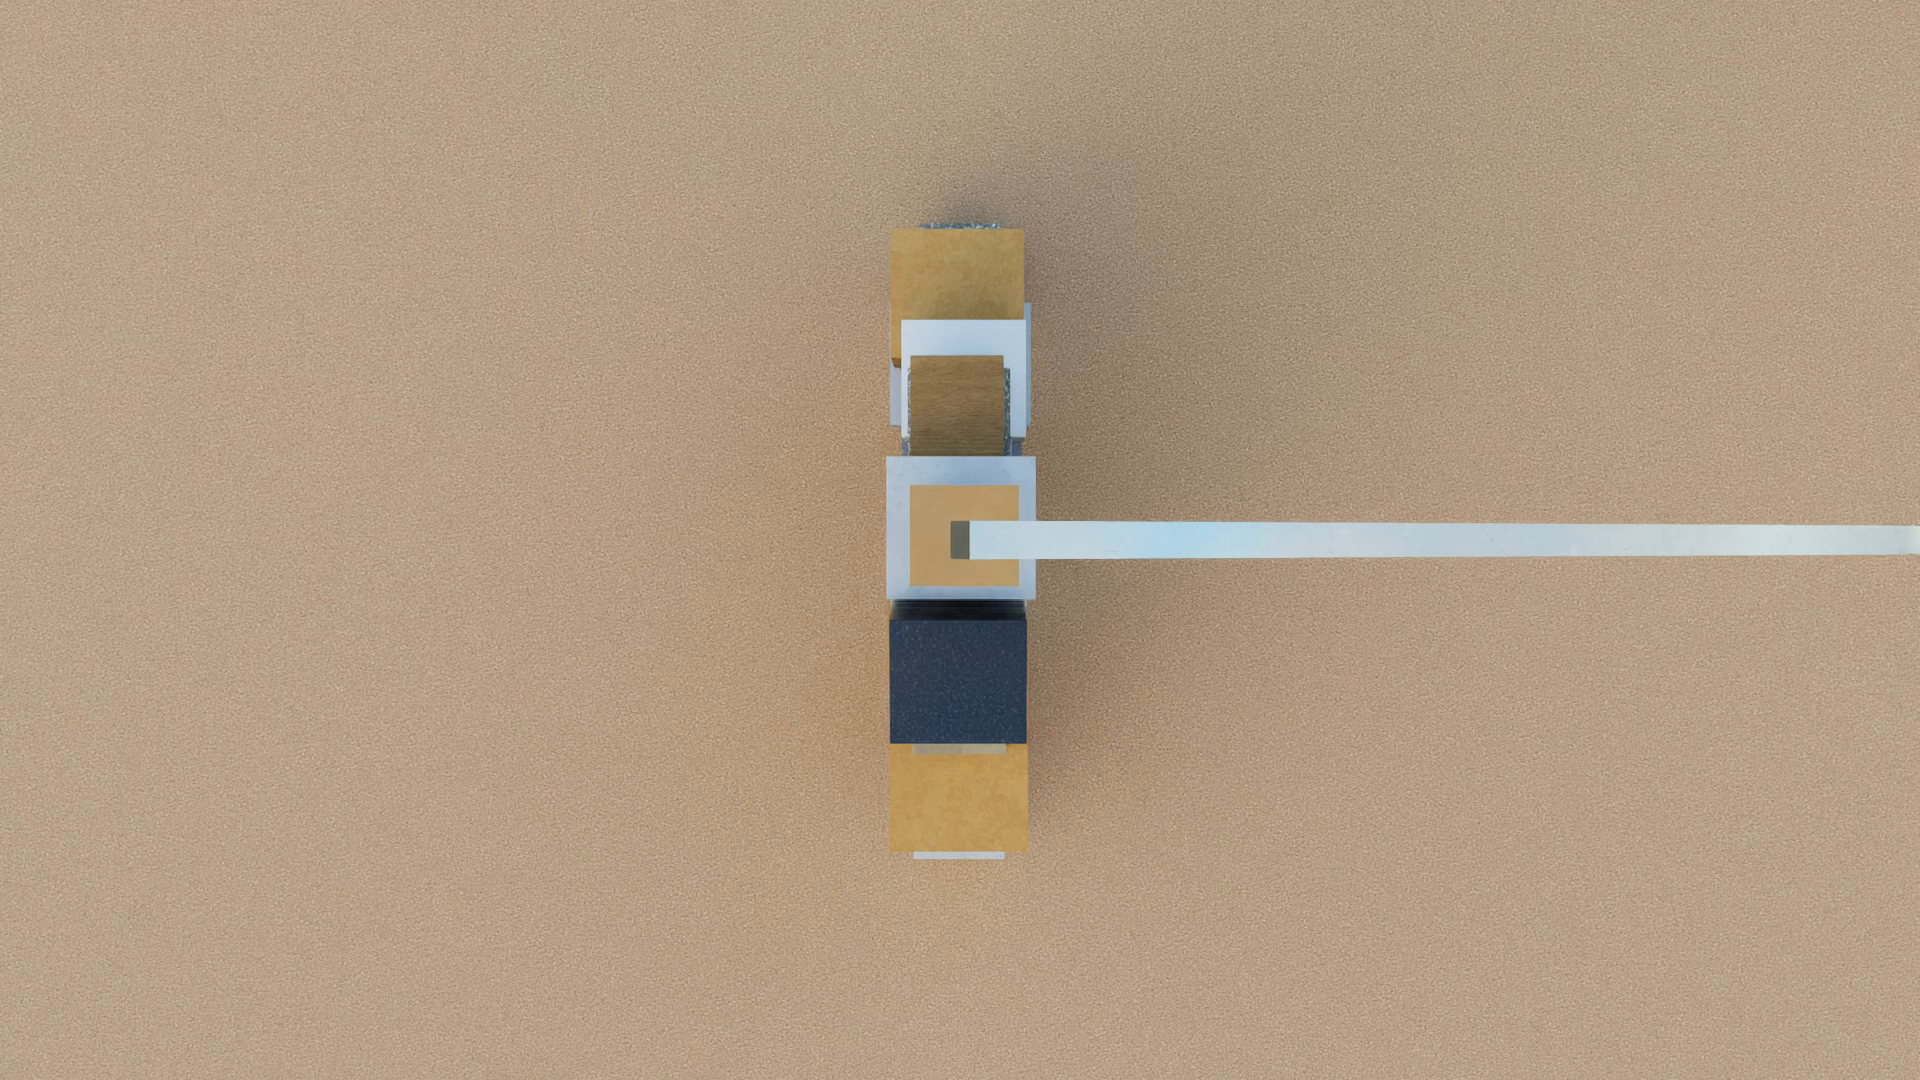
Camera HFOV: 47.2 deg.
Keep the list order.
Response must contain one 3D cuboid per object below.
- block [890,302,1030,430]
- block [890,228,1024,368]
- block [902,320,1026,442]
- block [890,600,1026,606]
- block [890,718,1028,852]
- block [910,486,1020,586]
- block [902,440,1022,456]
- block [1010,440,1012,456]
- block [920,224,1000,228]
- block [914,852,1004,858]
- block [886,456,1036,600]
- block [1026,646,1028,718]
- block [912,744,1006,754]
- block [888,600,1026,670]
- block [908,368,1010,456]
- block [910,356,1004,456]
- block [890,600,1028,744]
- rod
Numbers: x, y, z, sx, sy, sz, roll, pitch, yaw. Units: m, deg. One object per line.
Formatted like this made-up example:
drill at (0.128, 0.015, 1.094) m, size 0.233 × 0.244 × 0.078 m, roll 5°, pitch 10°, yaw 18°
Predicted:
block at (0.002, -0.988, 12.660) m, size 0.788 × 0.679 × 0.683 m, roll 0°, pitch 90°, yaw 0°
block at (-0.015, -1.304, 11.972) m, size 0.704 × 0.697 × 0.679 m, roll 0°, pitch 90°, yaw 0°
block at (0.019, -0.812, 11.321) m, size 0.624 × 0.606 × 0.588 m, roll 0°, pitch 91°, yaw 0°
block at (-0.006, 0.003, 10.625) m, size 0.638 × 0.681 × 0.615 m, roll 0°, pitch 90°, yaw 0°
block at (-0.005, 1.302, 11.962) m, size 0.730 × 0.730 × 0.684 m, roll 0°, pitch 90°, yaw 0°
block at (0.018, -0.016, 9.237) m, size 0.448 × 0.434 × 0.416 m, roll 0°, pitch 90°, yaw 0°
block at (0.009, -0.576, 11.976) m, size 0.633 × 0.690 × 0.749 m, roll 0°, pitch 91°, yaw 0°
block at (0.002, -0.257, 11.391) m, size 0.524 × 0.486 × 0.503 m, roll 0°, pitch 90°, yaw 0°
block at (-0.002, -1.572, 12.764) m, size 0.450 × 0.471 × 0.466 m, roll 0°, pitch 90°, yaw 0°
block at (-0.006, 1.556, 12.724) m, size 0.515 × 0.552 × 0.499 m, roll 0°, pitch 90°, yaw 0°
block at (0.005, -0.052, 10.017) m, size 0.660 × 0.537 × 0.634 m, roll 0°, pitch 90°, yaw 0°
block at (0.020, 0.951, 12.664) m, size 0.721 × 0.673 × 0.691 m, roll 0°, pitch 90°, yaw 0°
block at (-0.005, 0.879, 11.407) m, size 0.481 × 0.388 × 0.443 m, roll 0°, pitch 88°, yaw 0°
block at (-0.017, 0.324, 11.309) m, size 0.687 × 0.689 × 0.653 m, roll 0°, pitch 90°, yaw 0°
block at (-0.005, -0.562, 10.752) m, size 0.490 × 0.532 × 0.515 m, roll 0°, pitch 90°, yaw 0°
block at (-0.014, -0.606, 10.267) m, size 0.426 × 0.439 × 0.475 m, roll 0°, pitch 90°, yaw 0°
block at (-0.008, 0.586, 10.016) m, size 0.606 × 0.606 × 0.556 m, roll 0°, pitch 98°, yaw 0°
rod at (2.234, 0.000, 5.941) m, size 5.200 × 0.080 × 0.080 m, roll 0°, pitch 90°, yaw -31°
